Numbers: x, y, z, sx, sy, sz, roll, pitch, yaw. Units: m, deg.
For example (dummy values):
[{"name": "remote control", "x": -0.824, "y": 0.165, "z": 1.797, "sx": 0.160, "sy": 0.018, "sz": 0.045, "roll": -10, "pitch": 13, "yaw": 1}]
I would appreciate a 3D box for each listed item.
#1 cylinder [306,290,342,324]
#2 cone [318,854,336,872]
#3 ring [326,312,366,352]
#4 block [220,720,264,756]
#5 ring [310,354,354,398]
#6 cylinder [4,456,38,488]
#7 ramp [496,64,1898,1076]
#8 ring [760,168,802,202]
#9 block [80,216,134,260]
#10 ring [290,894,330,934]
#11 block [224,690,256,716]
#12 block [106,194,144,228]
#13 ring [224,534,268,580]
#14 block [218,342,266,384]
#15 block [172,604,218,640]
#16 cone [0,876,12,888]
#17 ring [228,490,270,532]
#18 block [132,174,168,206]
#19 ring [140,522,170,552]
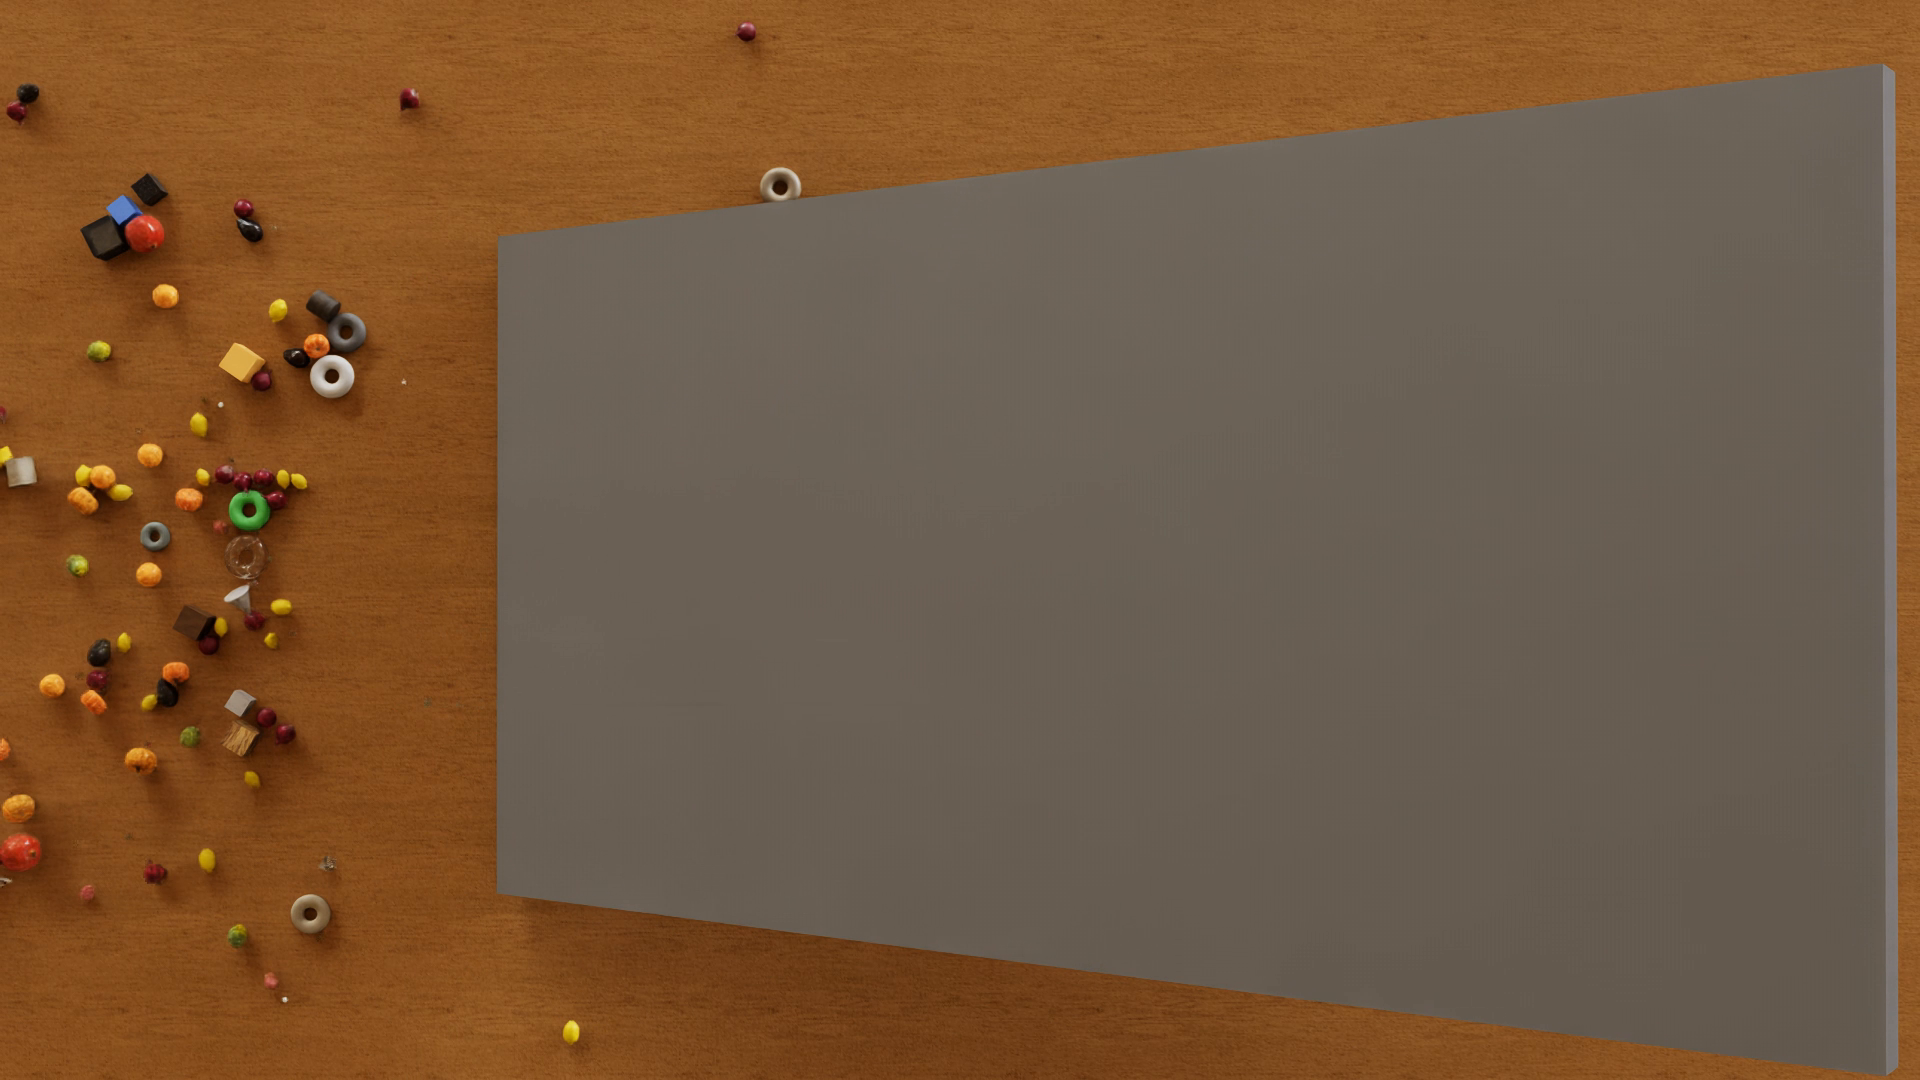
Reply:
[{"name": "cylinder", "x": -1.952, "y": -0.717, "z": 6.745, "sx": 0.075, "sy": 0.075, "sz": 0.075, "roll": 34, "pitch": 90, "yaw": 3}, {"name": "cone", "x": -1.955, "y": 0.999, "z": 6.758, "sx": 0.051, "sy": 0.051, "sz": 0.051, "roll": -21, "pitch": 90, "yaw": 26}, {"name": "ring", "x": -1.887, "y": -0.638, "z": 6.762, "sx": 0.123, "sy": 0.041, "sz": 0.123, "roll": 0, "pitch": 90, "yaw": 1}, {"name": "block", "x": -2.198, "y": 0.606, "z": 6.732, "sx": 0.080, "sy": 0.080, "sz": 0.080, "roll": 31, "pitch": 90, "yaw": 0}, {"name": "ring", "x": -1.930, "y": -0.502, "z": 6.759, "sx": 0.134, "sy": 0.045, "sz": 0.134, "roll": 0, "pitch": 89, "yaw": -1}, {"name": "cylinder", "x": -2.876, "y": -0.208, "z": 6.738, "sx": 0.081, "sy": 0.081, "sz": 0.081, "roll": -10, "pitch": 90, "yaw": 0}, {"name": "ramp", "x": 0.238, "y": 0.066, "z": 5.559, "sx": 4.000, "sy": 0.100, "sz": 2.000, "roll": 0, "pitch": 89, "yaw": 36}, {"name": "ring", "x": -0.552, "y": -1.082, "z": 6.764, "sx": 0.130, "sy": 0.043, "sz": 0.130, "roll": 0, "pitch": 89, "yaw": 1}, {"name": "block", "x": -2.613, "y": -0.925, "z": 6.736, "sx": 0.096, "sy": 0.096, "sz": 0.096, "roll": -27, "pitch": 90, "yaw": 0}, {"name": "ring", "x": -1.993, "y": 1.148, "z": 6.749, "sx": 0.122, "sy": 0.041, "sz": 0.122, "roll": 0, "pitch": 90, "yaw": -1}, {"name": "block", "x": -2.206, "y": 0.500, "z": 6.744, "sx": 0.059, "sy": 0.059, "sz": 0.059, "roll": 33, "pitch": 90, "yaw": 0}, {"name": "block", "x": -2.564, "y": -1.009, "z": 6.752, "sx": 0.066, "sy": 0.066, "sz": 0.066, "roll": -38, "pitch": 90, "yaw": 0}, {"name": "ring", "x": -2.192, "y": 0.052, "z": 6.754, "sx": 0.137, "sy": 0.046, "sz": 0.137, "roll": 0, "pitch": 89, "yaw": 1}, {"name": "block", "x": -2.199, "y": -0.541, "z": 6.738, "sx": 0.085, "sy": 0.085, "sz": 0.085, "roll": 35, "pitch": 90, "yaw": 0}, {"name": "block", "x": -2.344, "y": 0.253, "z": 6.734, "sx": 0.081, "sy": 0.081, "sz": 0.081, "roll": 28, "pitch": 90, "yaw": 0}, {"name": "cone", "x": -2.959, "y": 1.049, "z": 6.747, "sx": 0.100, "sy": 0.100, "sz": 0.100, "roll": -1, "pitch": 90, "yaw": -27}, {"name": "ring", "x": -2.183, "y": -0.091, "z": 6.757, "sx": 0.128, "sy": 0.043, "sz": 0.128, "roll": 0, "pitch": 91, "yaw": 0}, {"name": "block", "x": -2.488, "y": -1.075, "z": 6.752, "sx": 0.066, "sy": 0.066, "sz": 0.066, "roll": -38, "pitch": 90, "yaw": 0}, {"name": "ring", "x": -2.474, "y": -0.010, "z": 6.762, "sx": 0.092, "sy": 0.031, "sz": 0.092, "roll": 0, "pitch": 88, "yaw": 0}]
